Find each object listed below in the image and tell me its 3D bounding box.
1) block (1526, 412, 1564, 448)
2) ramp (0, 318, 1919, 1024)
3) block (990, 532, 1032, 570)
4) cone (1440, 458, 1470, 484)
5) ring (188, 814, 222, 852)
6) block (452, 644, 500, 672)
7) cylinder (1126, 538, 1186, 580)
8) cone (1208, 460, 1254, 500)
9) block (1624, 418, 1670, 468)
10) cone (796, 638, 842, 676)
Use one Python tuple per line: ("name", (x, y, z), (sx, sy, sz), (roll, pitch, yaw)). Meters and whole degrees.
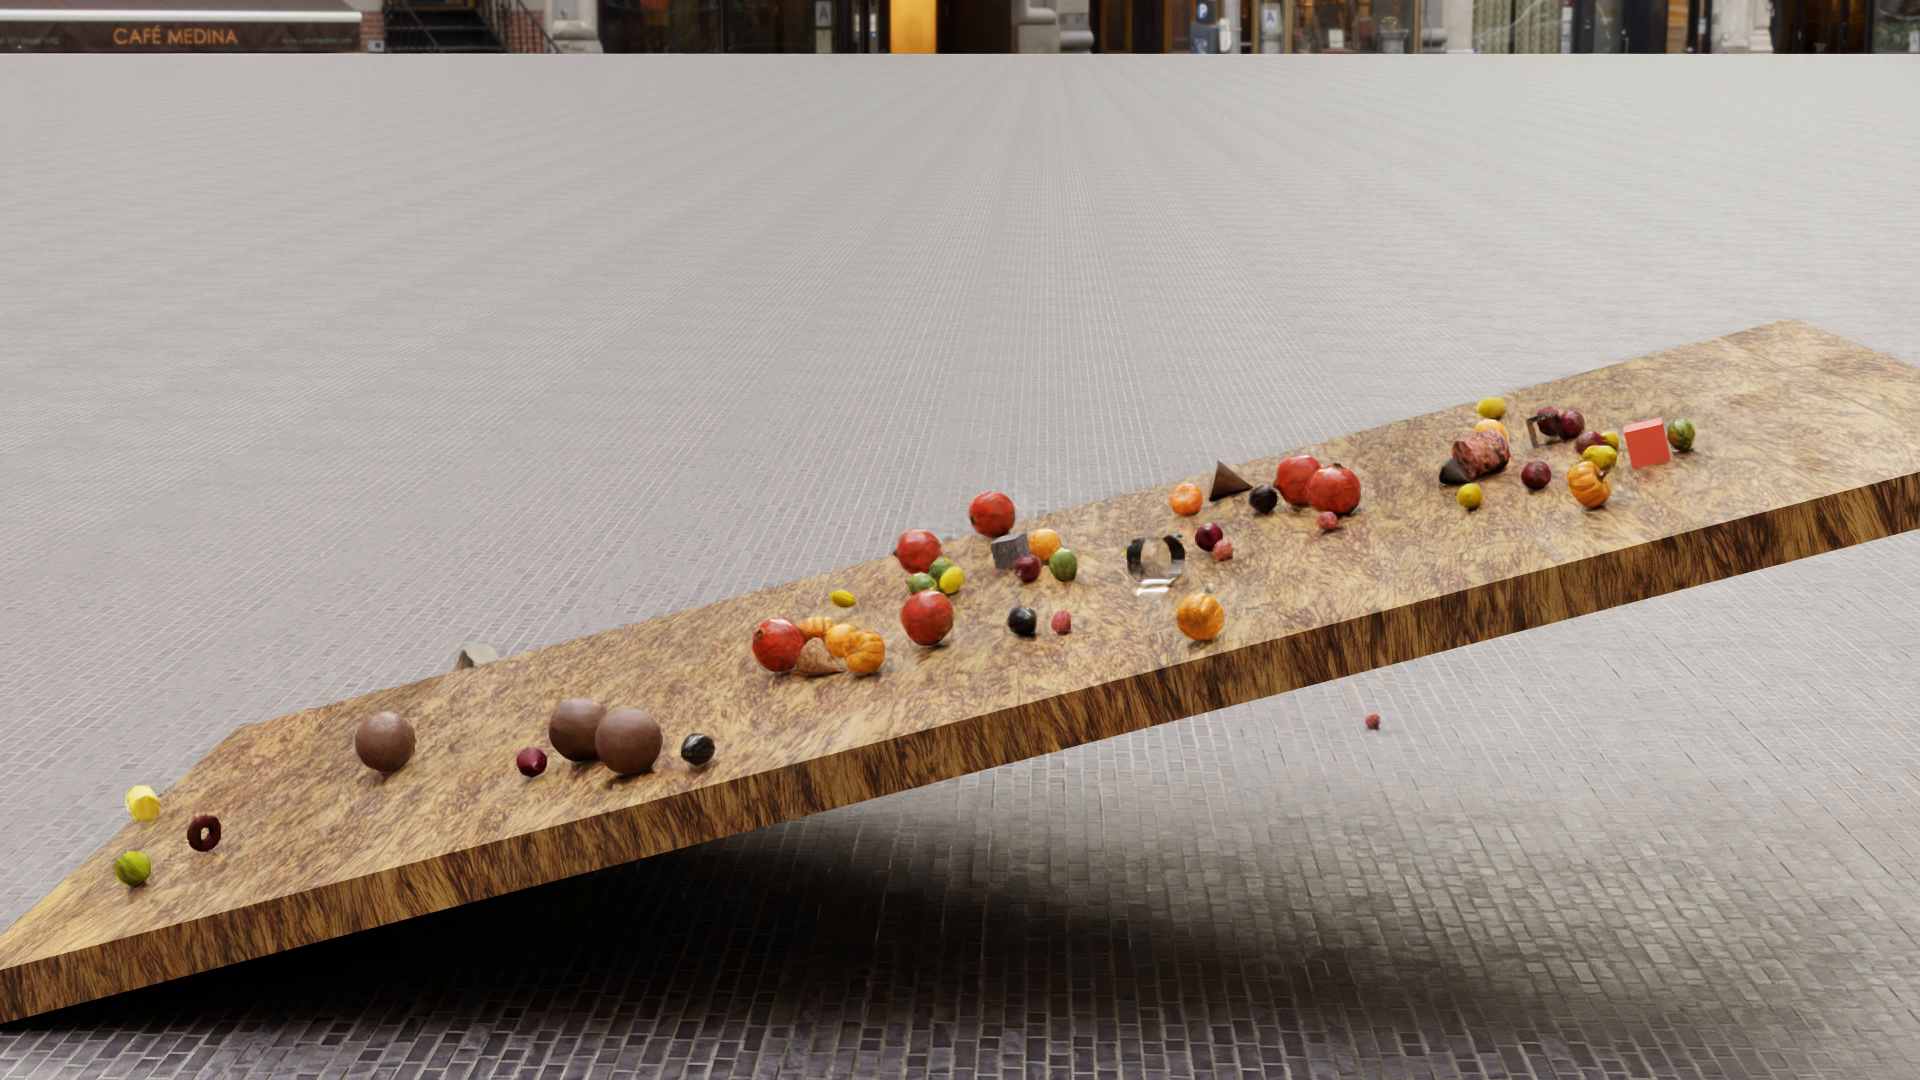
("block", (1.277, -0.240, 6.419), (0.058, 0.058, 0.058), (-16, 9, -3))
("ramp", (0.081, 0.191, 6.329), (4.000, 0.100, 2.000), (-15, 9, 4))
("block", (0.118, 0.026, 6.734), (0.064, 0.064, 0.064), (-10, 11, 28))
("cone", (1.061, -0.134, 6.244), (0.061, 0.061, 0.061), (-9, 30, -40))
("ring", (-1.542, 0.598, 6.003), (0.026, 0.077, 0.077), (7, 12, 41))
("block", (-1.342, 0.360, 8.209), (0.092, 0.092, 0.092), (-10, 49, -47))
("cylinder", (0.407, 0.038, 6.112), (0.088, 0.088, 0.088), (-8, 5, -39))
("cone", (0.639, -0.132, 6.873), (0.098, 0.098, 0.098), (11, 10, 0))
("block", (1.385, -0.196, 5.929), (0.075, 0.075, 0.075), (-13, 10, 15))
("cone", (-0.276, 0.258, 6.082), (0.088, 0.088, 0.088), (23, 21, 30))
